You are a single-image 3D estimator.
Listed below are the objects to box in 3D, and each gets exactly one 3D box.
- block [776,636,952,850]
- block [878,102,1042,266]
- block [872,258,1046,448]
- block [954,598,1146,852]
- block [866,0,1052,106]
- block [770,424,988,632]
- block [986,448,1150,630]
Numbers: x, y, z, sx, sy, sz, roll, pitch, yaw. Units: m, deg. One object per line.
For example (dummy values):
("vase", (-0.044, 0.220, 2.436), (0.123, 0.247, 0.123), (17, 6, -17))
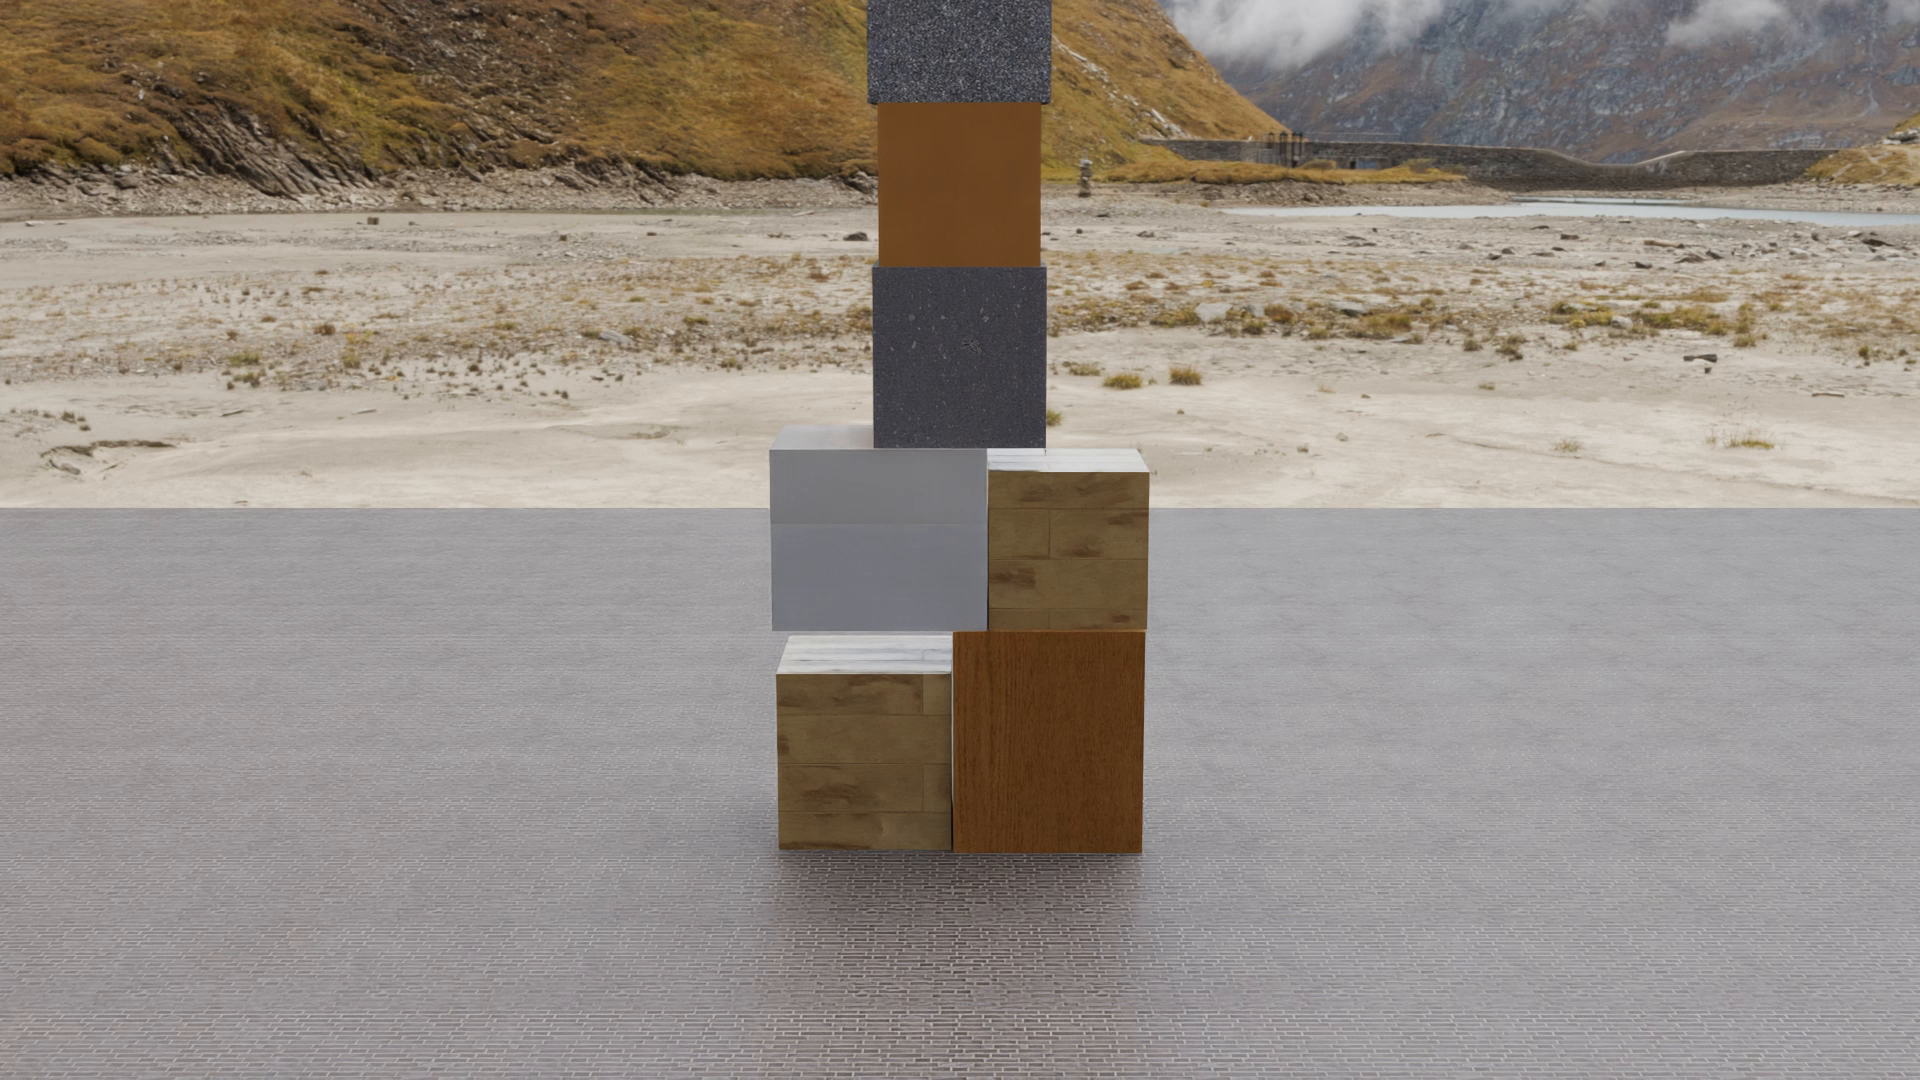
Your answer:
("block", (-0.476, 1.031, 11.365), (0.865, 0.905, 0.857), (0, 10, 0))
("block", (-0.003, -1.759, 10.851), (0.776, 0.773, 0.773), (0, 10, 0))
("block", (-0.002, -0.951, 11.011), (0.837, 0.874, 0.856), (0, 10, 0))
("block", (0.437, 0.924, 11.331), (0.942, 1.129, 0.929), (0, 10, 0))
("block", (-0.004, -2.491, 10.744), (0.868, 0.706, 0.816), (0, 10, 0))
("block", (-0.396, -0.079, 11.178), (1.054, 0.900, 0.936), (0, 10, 0))
("block", (0.532, -0.020, 11.171), (0.780, 0.784, 0.828), (0, 10, 0))
